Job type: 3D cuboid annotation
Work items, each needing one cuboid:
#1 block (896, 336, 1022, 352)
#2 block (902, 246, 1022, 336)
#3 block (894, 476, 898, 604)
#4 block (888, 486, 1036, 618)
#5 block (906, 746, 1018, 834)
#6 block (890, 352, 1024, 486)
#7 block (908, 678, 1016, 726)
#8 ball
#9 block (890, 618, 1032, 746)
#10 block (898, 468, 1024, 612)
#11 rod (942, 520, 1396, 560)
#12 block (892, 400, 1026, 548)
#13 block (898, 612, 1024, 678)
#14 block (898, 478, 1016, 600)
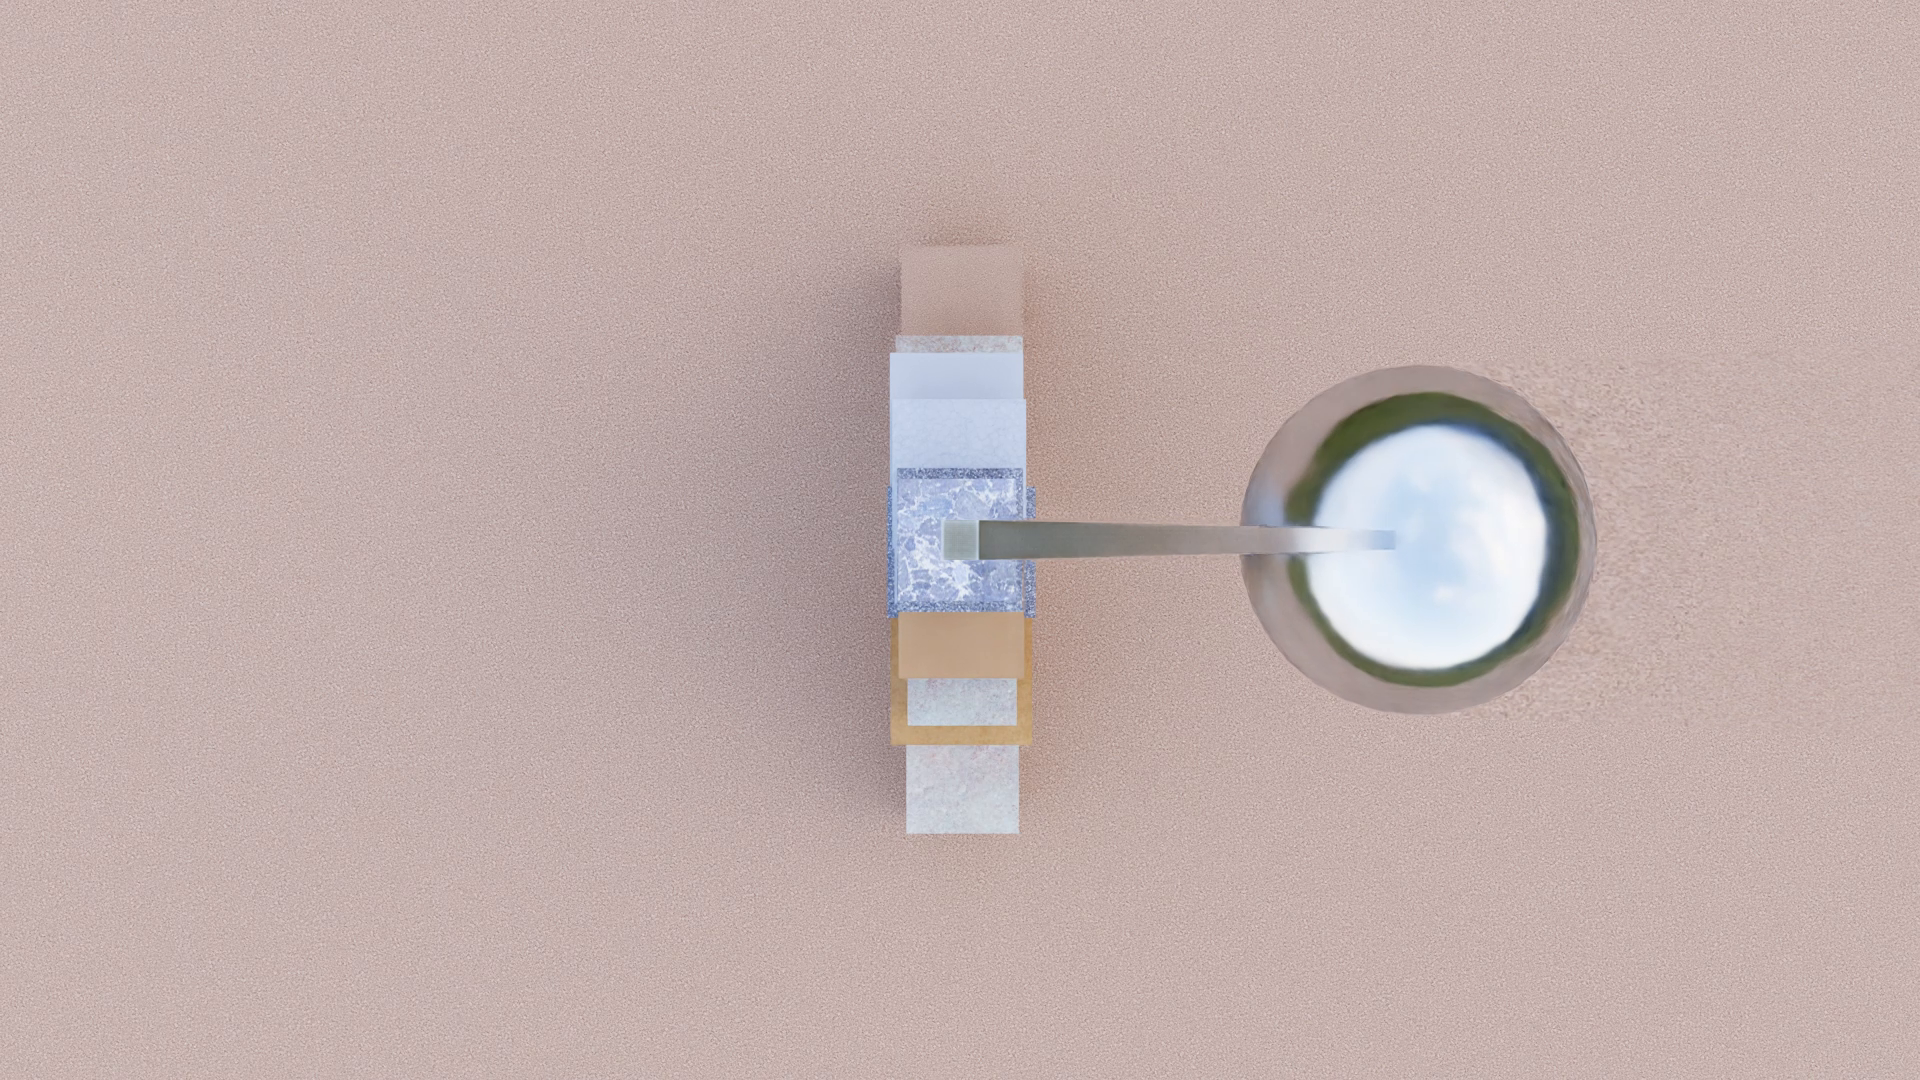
[{"bbox_3d":[-0.004,-0.723,11.961,0.672,0.636,0.729,0,91,0],"label":"block"},{"bbox_3d":[0.009,-1.338,12.637,0.668,0.726,0.611,0,90,0],"label":"block"},{"bbox_3d":[-0.016,0.000,9.989,0.547,0.522,0.562,0,90,0],"label":"block"},{"bbox_3d":[0.007,0.061,11.349,0.741,0.736,0.654,0,90,0],"label":"block"},{"bbox_3d":[0.015,1.325,12.655,0.629,0.690,0.636,0,90,0],"label":"block"},{"bbox_3d":[-0.017,-0.605,11.324,0.666,0.638,0.670,0,91,0],"label":"block"},{"bbox_3d":[0.011,0.665,11.382,0.551,0.561,0.547,0,89,0],"label":"block"},{"bbox_3d":[2.074,0.000,10.027,1.600,1.600,1.600,0,90,0],"label":"ball"},{"bbox_3d":[0.008,0.741,11.987,0.749,0.650,0.699,0,89,0],"label":"block"},{"bbox_3d":[0.000,0.000,9.433,0.524,0.590,0.598,0,90,0],"label":"block"},{"bbox_3d":[0.899,0.000,6.836,0.080,5.200,0.080,0,90,20],"label":"rod"},{"bbox_3d":[-0.004,-0.308,10.616,0.624,0.731,0.698,0,90,0],"label":"block"},{"bbox_3d":[0.006,0.354,10.705,0.596,0.552,0.605,0,90,0],"label":"block"},{"bbox_3d":[-0.011,-0.001,8.899,0.464,0.477,0.479,0,90,0],"label":"block"}]
